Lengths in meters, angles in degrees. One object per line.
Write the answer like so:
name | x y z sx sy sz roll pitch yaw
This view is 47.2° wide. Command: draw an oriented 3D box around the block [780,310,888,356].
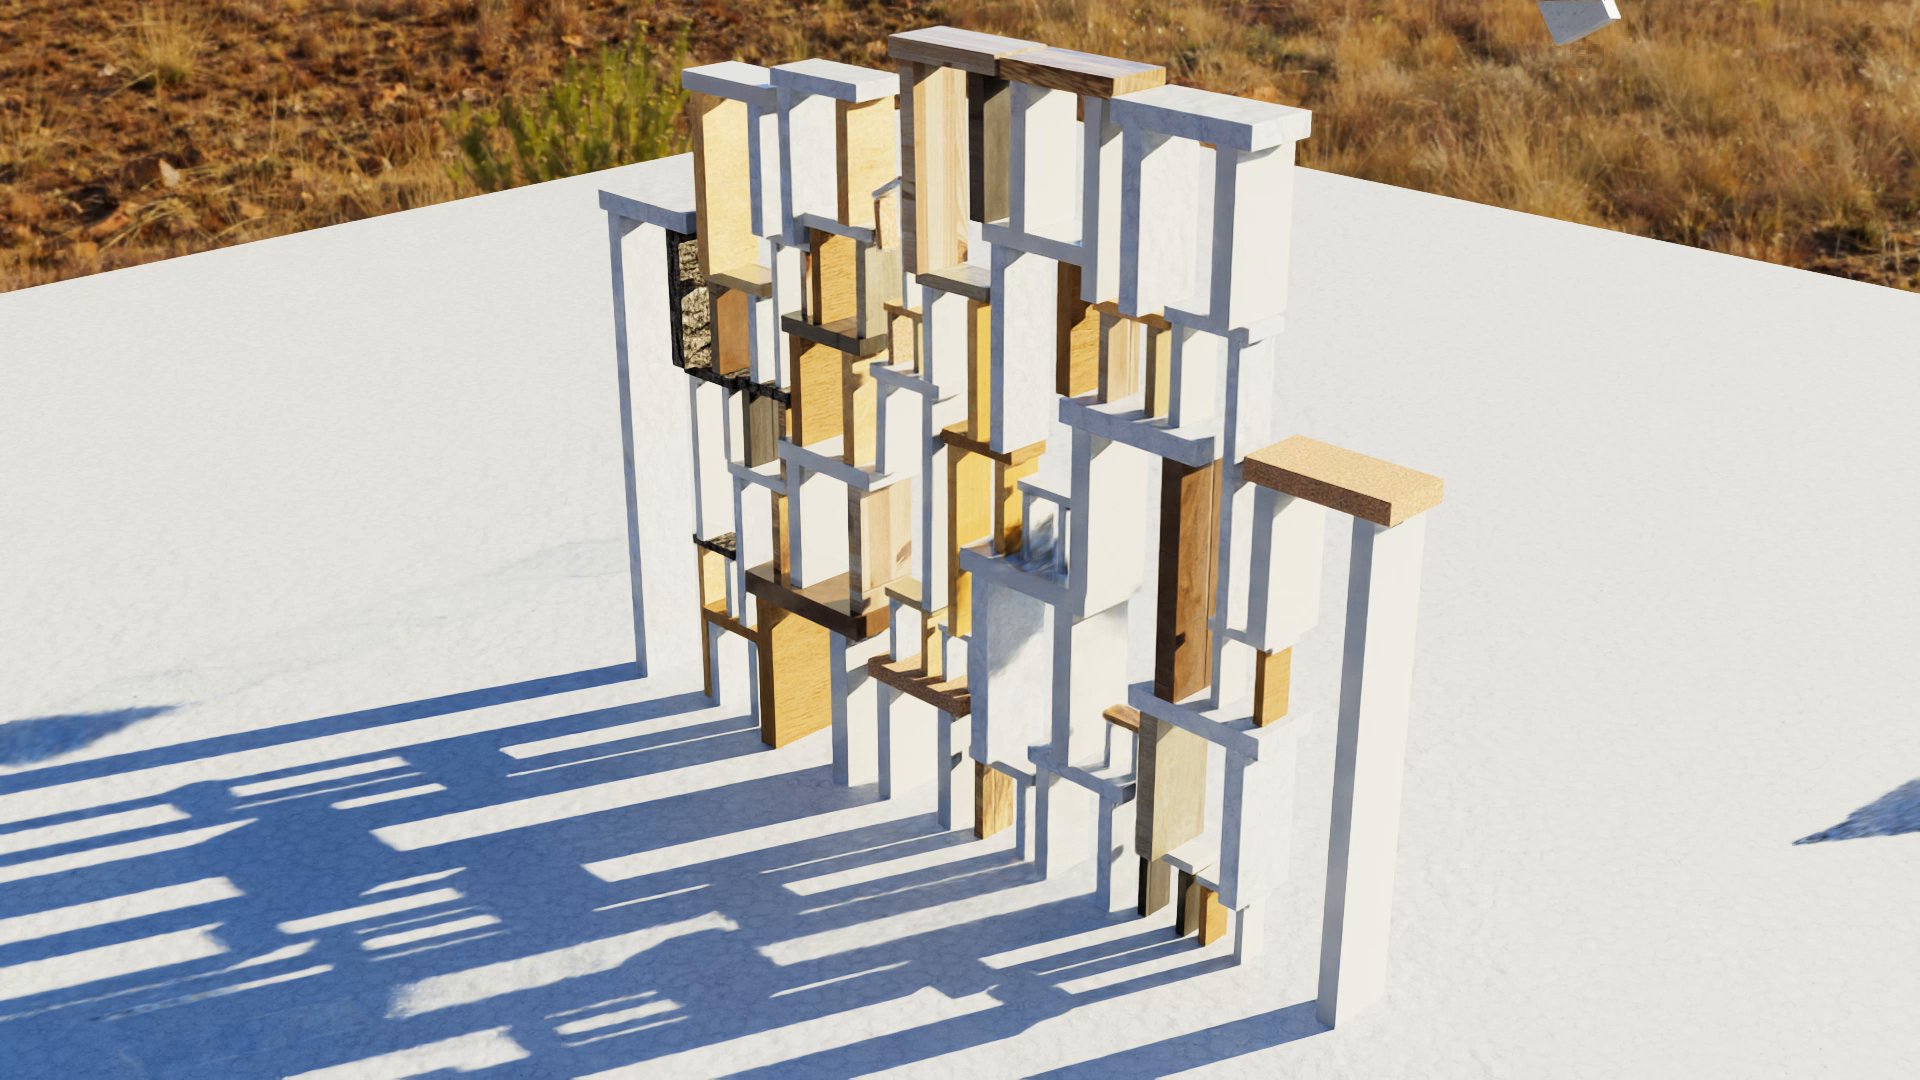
block | -0.230 -0.412 4.295 0.115 0.033 0.230 -21 31 -41

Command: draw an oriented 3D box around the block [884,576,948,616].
block | -0.078 0.112 4.356 0.068 0.019 0.136 -21 32 -41

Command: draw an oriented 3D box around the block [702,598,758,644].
block | -0.460 0.173 4.803 0.201 0.028 0.100 21 31 41

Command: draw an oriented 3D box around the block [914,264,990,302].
block | 0.014 -0.472 4.005 0.092 0.026 0.184 -21 30 -40

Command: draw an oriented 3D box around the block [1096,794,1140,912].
block | 0.310 0.566 4.121 0.034 0.239 0.119 21 31 41

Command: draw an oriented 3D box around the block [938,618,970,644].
block | 0.013 0.176 4.289 0.106 0.015 0.053 21 31 40

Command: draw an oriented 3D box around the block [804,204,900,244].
block | -0.200 -0.604 4.188 0.189 0.027 0.095 21 31 40

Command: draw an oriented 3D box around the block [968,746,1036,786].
block | 0.108 0.426 4.287 0.085 0.024 0.171 -21 31 -41

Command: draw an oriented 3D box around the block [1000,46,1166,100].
block | 0.203 -0.780 3.670 0.128 0.036 0.256 -21 31 -40

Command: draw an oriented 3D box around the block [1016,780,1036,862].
block | 0.148 0.532 4.288 0.085 0.171 0.024 -21 31 -41

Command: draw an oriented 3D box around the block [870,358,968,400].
block | -0.072 -0.312 4.167 0.095 0.027 0.191 -21 31 -40

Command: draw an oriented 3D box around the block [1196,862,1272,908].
block | 0.492 0.621 3.959 0.062 0.017 0.123 -21 31 -40

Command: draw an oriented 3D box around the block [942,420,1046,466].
block | 0.062 -0.185 4.082 0.091 0.026 0.182 -21 31 -40

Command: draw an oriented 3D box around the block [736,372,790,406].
block | -0.371 -0.316 4.498 0.170 0.024 0.085 21 31 40

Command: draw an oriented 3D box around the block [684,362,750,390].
block | -0.496 -0.352 4.608 0.161 0.023 0.081 21 31 41

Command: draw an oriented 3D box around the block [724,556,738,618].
block | -0.476 0.092 4.779 0.020 0.140 0.070 21 31 41

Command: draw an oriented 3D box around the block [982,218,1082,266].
block | 0.165 -0.526 3.819 0.239 0.034 0.120 21 31 40

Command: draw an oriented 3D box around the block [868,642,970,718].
block | -0.047 0.275 4.395 0.262 0.037 0.131 21 31 41

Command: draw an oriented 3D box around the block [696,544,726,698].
block | -0.542 0.172 4.884 0.020 0.369 0.070 21 31 41

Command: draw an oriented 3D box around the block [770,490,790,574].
block | -0.349 -0.029 4.588 0.091 0.183 0.026 -21 31 -41

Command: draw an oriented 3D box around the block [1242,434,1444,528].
block | 0.612 -0.098 3.525 0.287 0.041 0.144 21 31 40

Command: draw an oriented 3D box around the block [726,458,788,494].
block | -0.392 -0.142 4.587 0.183 0.026 0.091 21 31 41

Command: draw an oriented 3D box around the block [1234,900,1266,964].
block | 0.521 0.697 3.959 0.062 0.123 0.017 -21 31 -41

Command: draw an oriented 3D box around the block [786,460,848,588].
block | -0.288 -0.050 4.521 0.136 0.273 0.039 -21 31 -41

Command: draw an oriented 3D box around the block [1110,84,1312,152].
block | 0.396 -0.673 3.500 0.146 0.041 0.292 -21 31 -40

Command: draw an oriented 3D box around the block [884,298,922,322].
block | -0.089 -0.434 4.135 0.052 0.015 0.104 -21 31 -40

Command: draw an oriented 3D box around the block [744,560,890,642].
block | -0.268 0.109 4.558 0.345 0.049 0.172 21 31 41

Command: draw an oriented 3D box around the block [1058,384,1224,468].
block | 0.336 -0.204 3.774 0.156 0.044 0.311 -21 31 -40

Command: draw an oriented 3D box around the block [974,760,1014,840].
block | 0.067 0.501 4.362 0.085 0.171 0.024 -21 31 -41

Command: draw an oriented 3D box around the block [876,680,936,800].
block | -0.109 0.388 4.510 0.037 0.262 0.131 21 31 41

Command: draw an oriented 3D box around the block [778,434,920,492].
block | -0.224 -0.168 4.401 0.273 0.039 0.136 21 31 41

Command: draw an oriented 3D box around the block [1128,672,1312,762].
block | 0.453 0.295 3.857 0.147 0.042 0.293 -21 31 -40

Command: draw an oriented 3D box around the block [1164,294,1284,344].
block | 0.431 -0.362 3.598 0.090 0.025 0.179 -21 31 -40

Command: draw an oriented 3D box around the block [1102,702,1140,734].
block | 0.312 0.328 4.025 0.097 0.014 0.049 21 31 41

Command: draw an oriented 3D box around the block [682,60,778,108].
block | -0.411 -0.890 4.288 0.129 0.037 0.258 -21 31 -40

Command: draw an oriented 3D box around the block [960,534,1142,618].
block | 0.167 0.055 4.074 0.314 0.044 0.157 21 31 40

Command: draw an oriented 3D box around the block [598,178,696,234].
block | -0.606 -0.699 4.589 0.147 0.042 0.294 -22 31 -40

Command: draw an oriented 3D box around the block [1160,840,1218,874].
block | 0.396 0.568 4.041 0.069 0.020 0.139 -21 31 -41

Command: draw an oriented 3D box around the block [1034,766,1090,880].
block | 0.197 0.522 4.225 0.034 0.239 0.119 21 31 41

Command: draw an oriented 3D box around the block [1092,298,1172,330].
block | 0.311 -0.393 3.723 0.080 0.023 0.160 -21 31 -40

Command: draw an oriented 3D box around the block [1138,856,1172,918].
block | 0.364 0.629 4.102 0.069 0.139 0.020 -21 31 -41

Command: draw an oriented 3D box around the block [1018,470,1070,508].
block | 0.176 -0.092 3.995 0.134 0.019 0.067 21 31 40

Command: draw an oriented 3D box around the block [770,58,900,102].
block | -0.233 -0.859 4.108 0.236 0.033 0.118 20 31 40

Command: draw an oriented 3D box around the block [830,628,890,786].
block | -0.187 0.322 4.560 0.049 0.345 0.172 21 31 41

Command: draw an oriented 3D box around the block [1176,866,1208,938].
block | 0.429 0.654 4.042 0.020 0.139 0.069 21 31 41

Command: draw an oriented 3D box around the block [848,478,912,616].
block | -0.160 0.001 4.403 0.039 0.273 0.136 21 31 41

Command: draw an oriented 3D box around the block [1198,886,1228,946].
block | 0.463 0.674 4.013 0.062 0.123 0.017 -21 31 -41

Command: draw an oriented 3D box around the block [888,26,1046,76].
block | 0.012 -0.855 3.839 0.259 0.037 0.130 21 31 40

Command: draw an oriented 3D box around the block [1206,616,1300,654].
block | 0.499 0.154 3.746 0.071 0.020 0.142 -21 31 -40

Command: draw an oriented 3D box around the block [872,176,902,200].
block | -0.117 -0.655 4.055 0.094 0.013 0.047 -22 1 44

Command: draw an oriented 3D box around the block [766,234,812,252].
block | -0.314 -0.593 4.320 0.066 0.019 0.131 -21 31 -40

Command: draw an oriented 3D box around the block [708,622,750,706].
block | -0.507 0.260 4.892 0.028 0.201 0.100 21 31 41

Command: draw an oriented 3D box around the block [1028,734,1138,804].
block | 0.254 0.419 4.120 0.238 0.034 0.119 21 31 41

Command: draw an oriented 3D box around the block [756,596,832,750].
block | -0.349 0.259 4.710 0.049 0.345 0.172 21 31 41

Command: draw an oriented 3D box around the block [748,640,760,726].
block | -0.412 0.297 4.805 0.028 0.201 0.100 21 31 41

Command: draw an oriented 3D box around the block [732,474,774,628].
block | -0.435 0.013 4.700 0.026 0.347 0.091 21 31 41

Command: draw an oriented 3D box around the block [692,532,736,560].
block | -0.509 0.006 4.778 0.139 0.020 0.070 21 31 41

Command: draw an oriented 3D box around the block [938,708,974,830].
block | 0.015 0.437 4.396 0.037 0.262 0.131 21 31 41

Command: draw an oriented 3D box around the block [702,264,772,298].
block | -0.429 -0.533 4.471 0.093 0.026 0.185 -21 31 -41
